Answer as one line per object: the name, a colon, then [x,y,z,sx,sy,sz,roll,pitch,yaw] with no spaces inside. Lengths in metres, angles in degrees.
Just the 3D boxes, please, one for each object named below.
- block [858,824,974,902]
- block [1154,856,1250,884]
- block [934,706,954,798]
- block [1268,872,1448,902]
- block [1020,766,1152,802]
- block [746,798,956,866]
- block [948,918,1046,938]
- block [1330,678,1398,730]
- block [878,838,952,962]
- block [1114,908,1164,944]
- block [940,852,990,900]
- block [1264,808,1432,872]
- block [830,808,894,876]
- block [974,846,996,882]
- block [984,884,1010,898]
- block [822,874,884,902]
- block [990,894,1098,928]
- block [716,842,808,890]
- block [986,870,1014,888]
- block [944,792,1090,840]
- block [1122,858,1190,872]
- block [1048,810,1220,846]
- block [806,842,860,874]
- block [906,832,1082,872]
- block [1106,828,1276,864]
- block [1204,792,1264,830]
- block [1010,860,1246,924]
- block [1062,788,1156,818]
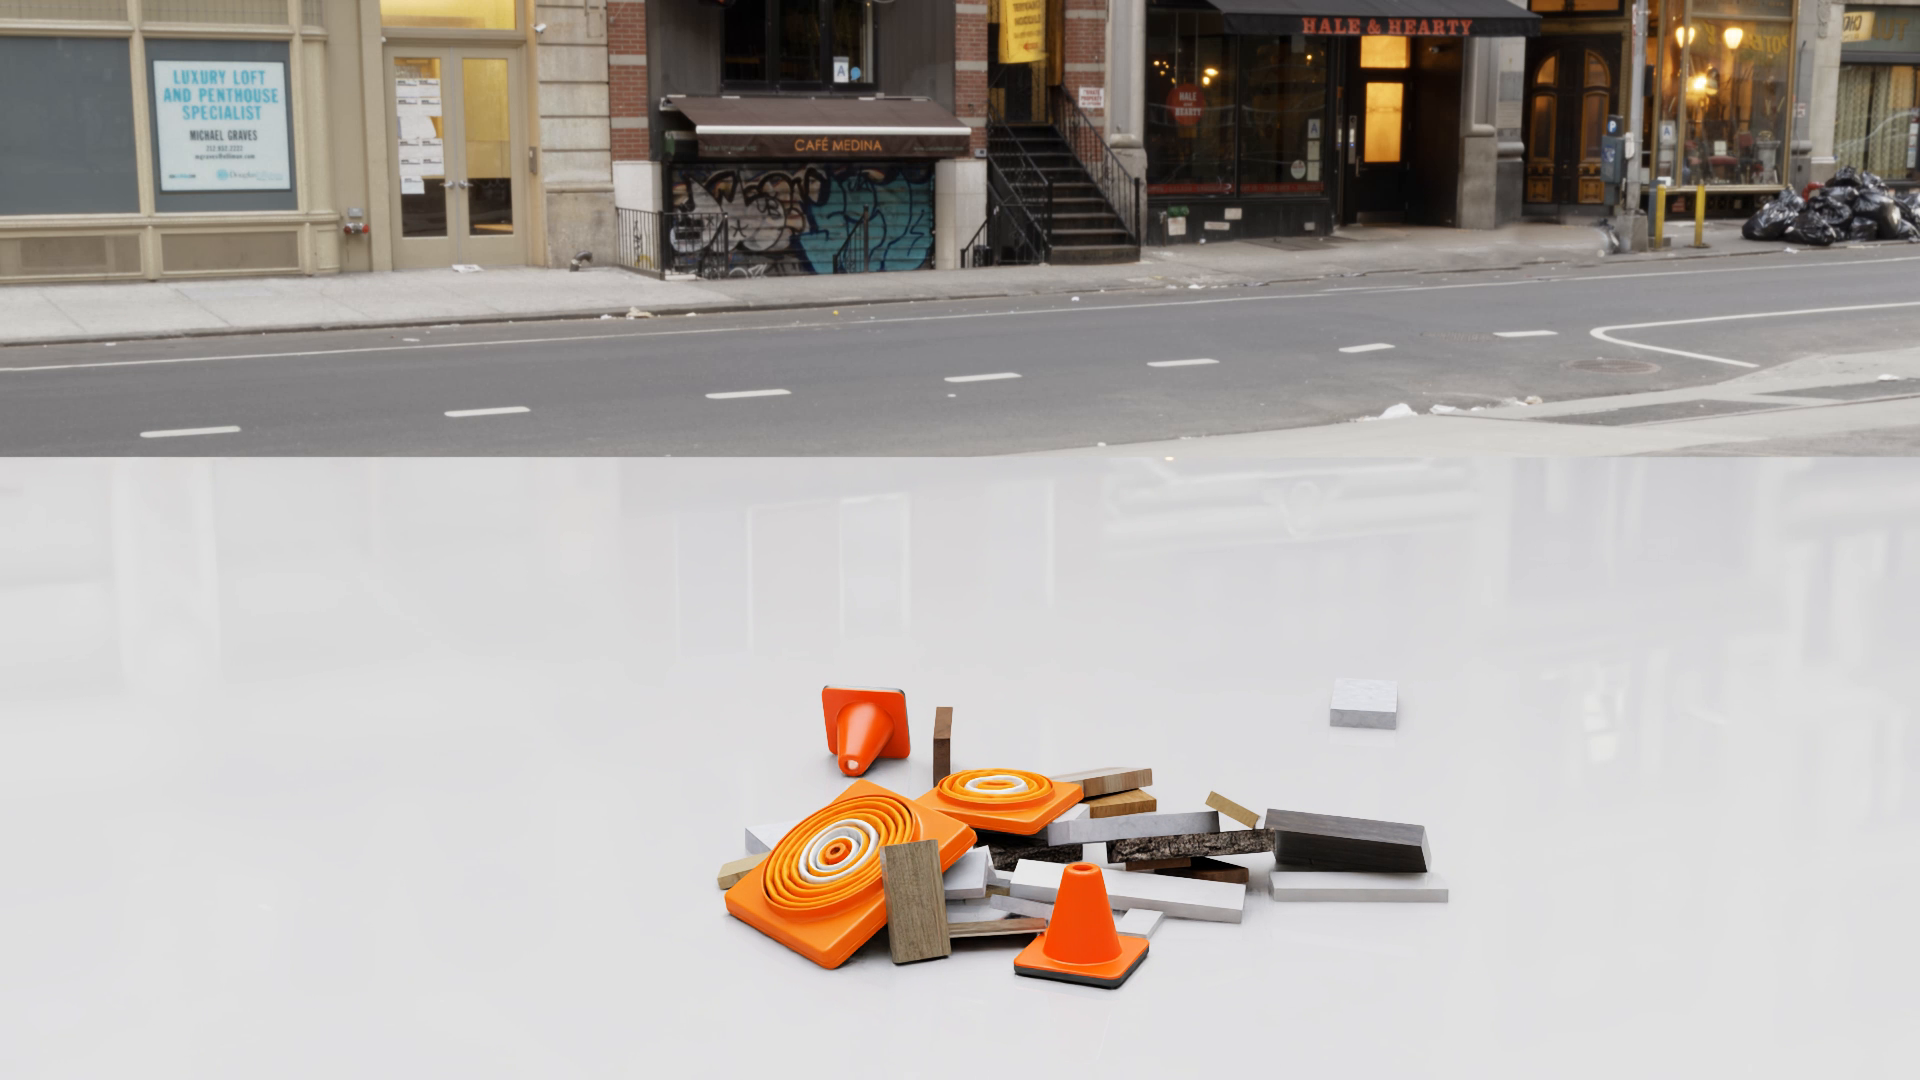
block: [-0.067,0.520,3.542,0.183,0.026,0.091,-14,37,0]
block: [0.406,0.558,3.709,0.081,0.023,0.163,-5,3,-28]
block: [-0.033,0.413,4.302,0.033,0.117,0.234,0,11,1]
block: [0.663,0.579,3.667,0.286,0.023,0.081,0,11,1]
block: [0.240,0.461,4.168,0.234,0.033,0.117,-4,-1,-39]
block: [-0.150,0.522,3.927,0.445,0.039,0.138,-5,12,-24]
block: [0.050,0.607,3.443,0.156,0.022,0.078,-2,-10,-10]
block: [0.886,0.357,4.816,0.138,0.039,0.276,2,11,12]
block: [-0.069,0.554,3.380,0.089,0.177,0.025,-5,-6,-24]
block: [0.284,0.614,3.499,0.054,0.015,0.108,4,11,19]
block: [-0.036,0.533,3.477,0.156,0.022,0.078,-5,38,11]
block: [0.661,0.517,3.745,0.266,0.038,0.133,4,-30,21]
block: [-0.150,0.506,3.626,0.074,0.021,0.148,-26,39,-15]
block: [-0.034,0.557,3.637,0.183,0.026,0.091,-16,13,-1]
block: [0.051,0.583,3.671,0.091,0.013,0.045,-1,11,-8]
block: [-0.126,0.561,3.612,0.183,0.026,0.091,-7,15,31]
block: [0.134,0.594,3.517,0.156,0.022,0.078,6,-9,31]
block: [-0.333,0.550,3.715,0.148,0.021,0.074,-16,9,5]
block: [0.071,0.564,3.666,0.091,0.013,0.045,10,8,-14]
block: [0.101,0.490,3.901,0.234,0.033,0.117,4,11,20]
block: [0.328,0.541,3.667,0.108,0.015,0.054,-4,-9,-1]
block: [0.296,0.494,3.761,0.266,0.038,0.133,-2,-10,-14]
block: [-0.176,0.533,3.684,0.148,0.021,0.074,-6,16,36]
block: [0.060,0.539,3.834,0.276,0.039,0.138,-5,12,-27]
block: [0.387,0.516,3.704,0.266,0.038,0.133,-4,-9,-4]
block: [0.467,0.460,3.729,0.089,0.025,0.177,27,-3,14]
block: [0.275,0.574,3.598,0.377,0.025,0.089,5,19,10]
block: [0.277,0.494,4.120,0.163,0.023,0.081,-4,11,-21]
